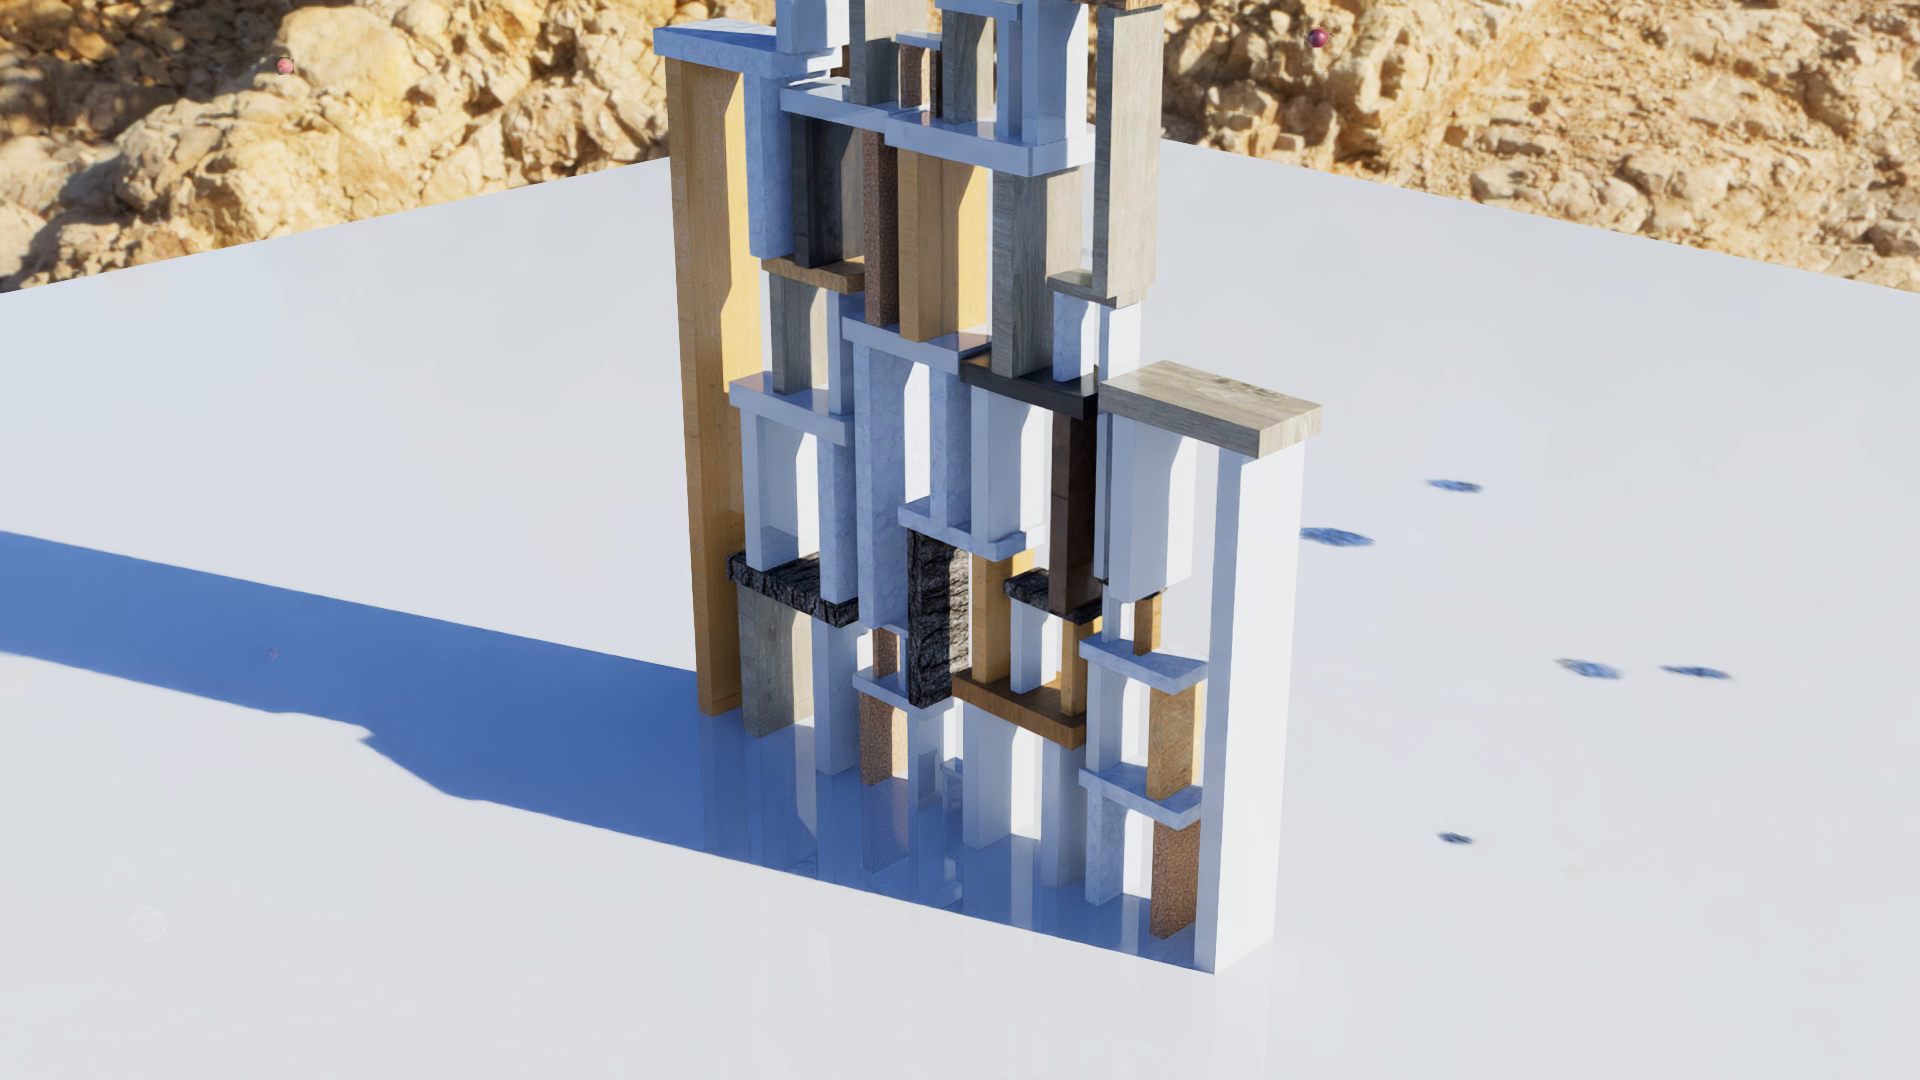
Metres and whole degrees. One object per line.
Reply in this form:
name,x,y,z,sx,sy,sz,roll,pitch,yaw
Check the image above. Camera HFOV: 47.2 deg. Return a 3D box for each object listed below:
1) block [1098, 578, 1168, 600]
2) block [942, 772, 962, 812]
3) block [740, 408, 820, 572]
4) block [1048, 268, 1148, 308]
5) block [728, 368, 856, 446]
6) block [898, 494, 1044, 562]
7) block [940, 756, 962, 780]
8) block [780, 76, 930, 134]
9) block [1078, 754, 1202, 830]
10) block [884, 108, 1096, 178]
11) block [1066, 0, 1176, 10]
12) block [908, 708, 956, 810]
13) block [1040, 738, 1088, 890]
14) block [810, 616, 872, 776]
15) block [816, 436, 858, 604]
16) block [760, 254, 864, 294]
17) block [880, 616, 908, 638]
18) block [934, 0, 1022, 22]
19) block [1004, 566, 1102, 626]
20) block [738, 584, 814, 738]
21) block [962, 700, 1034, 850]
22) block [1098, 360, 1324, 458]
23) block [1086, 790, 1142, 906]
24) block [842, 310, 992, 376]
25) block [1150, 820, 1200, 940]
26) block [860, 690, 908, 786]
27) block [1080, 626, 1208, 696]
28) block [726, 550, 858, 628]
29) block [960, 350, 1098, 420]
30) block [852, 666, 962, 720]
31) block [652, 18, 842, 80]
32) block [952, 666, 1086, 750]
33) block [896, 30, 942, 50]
block,0.308,0.076,3.924,0.057,0.016,0.113,-21,31,-40
block,-0.015,0.503,4.459,0.013,0.091,0.045,21,31,41
block,-0.368,-0.125,4.578,0.049,0.348,0.174,21,31,41
block,0.236,-0.434,3.782,0.081,0.023,0.161,-21,31,-40
block,-0.286,-0.276,4.425,0.348,0.049,0.174,21,31,41
block,0.020,-0.030,4.192,0.263,0.037,0.131,21,31,41
block,0.007,0.463,4.419,0.091,0.013,0.045,21,31,41
block,-0.180,-0.808,4.077,0.296,0.042,0.148,21,31,40
block,0.347,0.454,4.034,0.120,0.034,0.239,-22,31,-40
block,0.052,-0.706,3.867,0.353,0.050,0.176,21,31,40
block,0.219,-0.906,3.595,0.124,0.035,0.247,-21,31,-40
block,-0.058,0.433,4.468,0.030,0.212,0.106,21,31,41
block,0.225,0.496,4.191,0.044,0.314,0.157,21,31,41
block,-0.224,0.301,4.601,0.176,0.353,0.050,-21,31,-40
block,-0.203,-0.061,4.427,0.049,0.348,0.174,21,31,40
block,-0.259,-0.532,4.284,0.248,0.035,0.124,21,31,40
block,-0.122,0.165,4.422,0.060,0.017,0.120,-21,31,-41
block,0.060,-0.920,3.766,0.197,0.028,0.099,21,31,40
block,0.183,0.102,4.072,0.193,0.027,0.096,22,31,40
block,-0.391,0.235,4.754,0.050,0.353,0.176,21,31,41
block,0.077,0.438,4.327,0.044,0.314,0.157,21,31,41
block,0.417,-0.222,3.675,0.339,0.048,0.170,21,31,40
block,0.291,0.558,4.139,0.034,0.239,0.120,21,31,41
block,-0.059,-0.383,4.128,0.155,0.044,0.310,-21,31,-41
block,0.403,0.602,4.035,0.120,0.239,0.034,-21,31,-41
block,-0.158,0.394,4.561,0.030,0.212,0.106,21,31,41
block,0.334,0.212,3.954,0.111,0.031,0.221,-22,31,-41
block,-0.308,0.082,4.599,0.353,0.050,0.176,21,31,41
block,0.159,-0.287,3.931,0.299,0.042,0.149,21,31,40
block,-0.108,0.302,4.467,0.212,0.030,0.106,21,31,41
block,-0.415,-0.956,4.267,0.355,0.050,0.177,21,31,40
block,0.151,0.302,4.189,0.314,0.044,0.157,21,31,41
block,-0.055,-0.887,3.900,0.113,0.016,0.057,21,31,40
